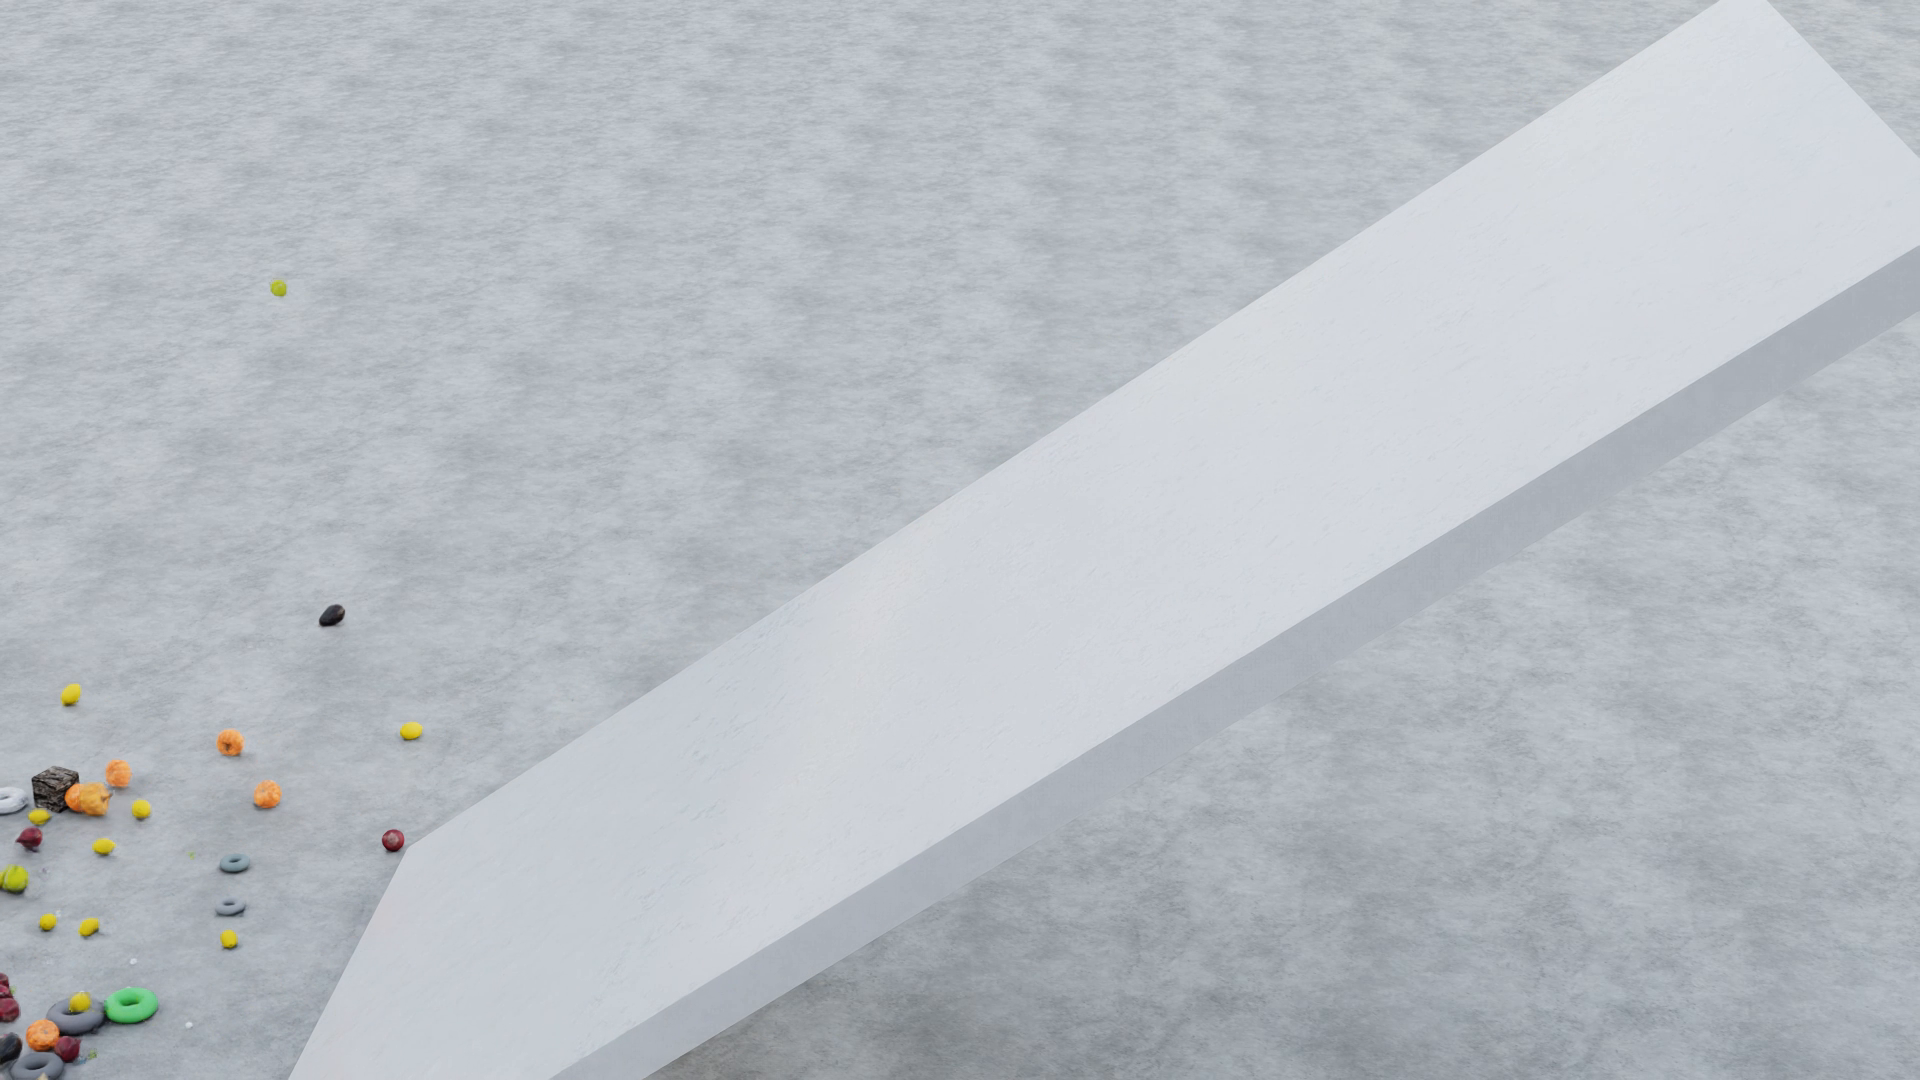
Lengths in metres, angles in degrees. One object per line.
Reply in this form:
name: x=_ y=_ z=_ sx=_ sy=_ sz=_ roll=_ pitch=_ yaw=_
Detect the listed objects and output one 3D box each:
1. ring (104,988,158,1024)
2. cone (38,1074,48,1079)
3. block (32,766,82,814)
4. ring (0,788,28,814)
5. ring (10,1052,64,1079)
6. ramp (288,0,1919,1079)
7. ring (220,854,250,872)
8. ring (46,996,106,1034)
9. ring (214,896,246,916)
ring: x=-2.006 y=1.126 z=7.114 sx=0.128 sy=0.043 sz=0.128 roll=1 pitch=22 yaw=0
cone: x=-2.095 y=1.271 z=6.763 sx=0.067 sy=0.067 sz=0.067 roll=29 pitch=24 yaw=-1
block: x=-2.504 y=0.691 z=8.152 sx=0.089 sy=0.089 sz=0.089 roll=11 pitch=24 yaw=26
ring: x=-2.643 y=0.722 z=8.141 sx=0.121 sy=0.040 sz=0.121 roll=-1 pitch=21 yaw=1
ring: x=-2.148 y=1.233 z=6.846 sx=0.120 sy=0.040 sz=0.120 roll=-1 pitch=21 yaw=1
ramp: x=0.135 y=0.175 z=6.308 sx=4.000 sy=0.100 sz=2.000 roll=-33 pitch=16 yaw=15
ring: x=-1.927 y=0.858 z=7.815 sx=0.079 sy=0.026 sz=0.079 roll=-1 pitch=21 yaw=0
ring: x=-2.125 y=1.143 z=7.066 sx=0.139 sy=0.046 sz=0.139 roll=0 pitch=20 yaw=0
ring: x=-1.885 y=0.945 z=7.596 sx=0.077 sy=0.026 sz=0.077 roll=1 pitch=22 yaw=0
